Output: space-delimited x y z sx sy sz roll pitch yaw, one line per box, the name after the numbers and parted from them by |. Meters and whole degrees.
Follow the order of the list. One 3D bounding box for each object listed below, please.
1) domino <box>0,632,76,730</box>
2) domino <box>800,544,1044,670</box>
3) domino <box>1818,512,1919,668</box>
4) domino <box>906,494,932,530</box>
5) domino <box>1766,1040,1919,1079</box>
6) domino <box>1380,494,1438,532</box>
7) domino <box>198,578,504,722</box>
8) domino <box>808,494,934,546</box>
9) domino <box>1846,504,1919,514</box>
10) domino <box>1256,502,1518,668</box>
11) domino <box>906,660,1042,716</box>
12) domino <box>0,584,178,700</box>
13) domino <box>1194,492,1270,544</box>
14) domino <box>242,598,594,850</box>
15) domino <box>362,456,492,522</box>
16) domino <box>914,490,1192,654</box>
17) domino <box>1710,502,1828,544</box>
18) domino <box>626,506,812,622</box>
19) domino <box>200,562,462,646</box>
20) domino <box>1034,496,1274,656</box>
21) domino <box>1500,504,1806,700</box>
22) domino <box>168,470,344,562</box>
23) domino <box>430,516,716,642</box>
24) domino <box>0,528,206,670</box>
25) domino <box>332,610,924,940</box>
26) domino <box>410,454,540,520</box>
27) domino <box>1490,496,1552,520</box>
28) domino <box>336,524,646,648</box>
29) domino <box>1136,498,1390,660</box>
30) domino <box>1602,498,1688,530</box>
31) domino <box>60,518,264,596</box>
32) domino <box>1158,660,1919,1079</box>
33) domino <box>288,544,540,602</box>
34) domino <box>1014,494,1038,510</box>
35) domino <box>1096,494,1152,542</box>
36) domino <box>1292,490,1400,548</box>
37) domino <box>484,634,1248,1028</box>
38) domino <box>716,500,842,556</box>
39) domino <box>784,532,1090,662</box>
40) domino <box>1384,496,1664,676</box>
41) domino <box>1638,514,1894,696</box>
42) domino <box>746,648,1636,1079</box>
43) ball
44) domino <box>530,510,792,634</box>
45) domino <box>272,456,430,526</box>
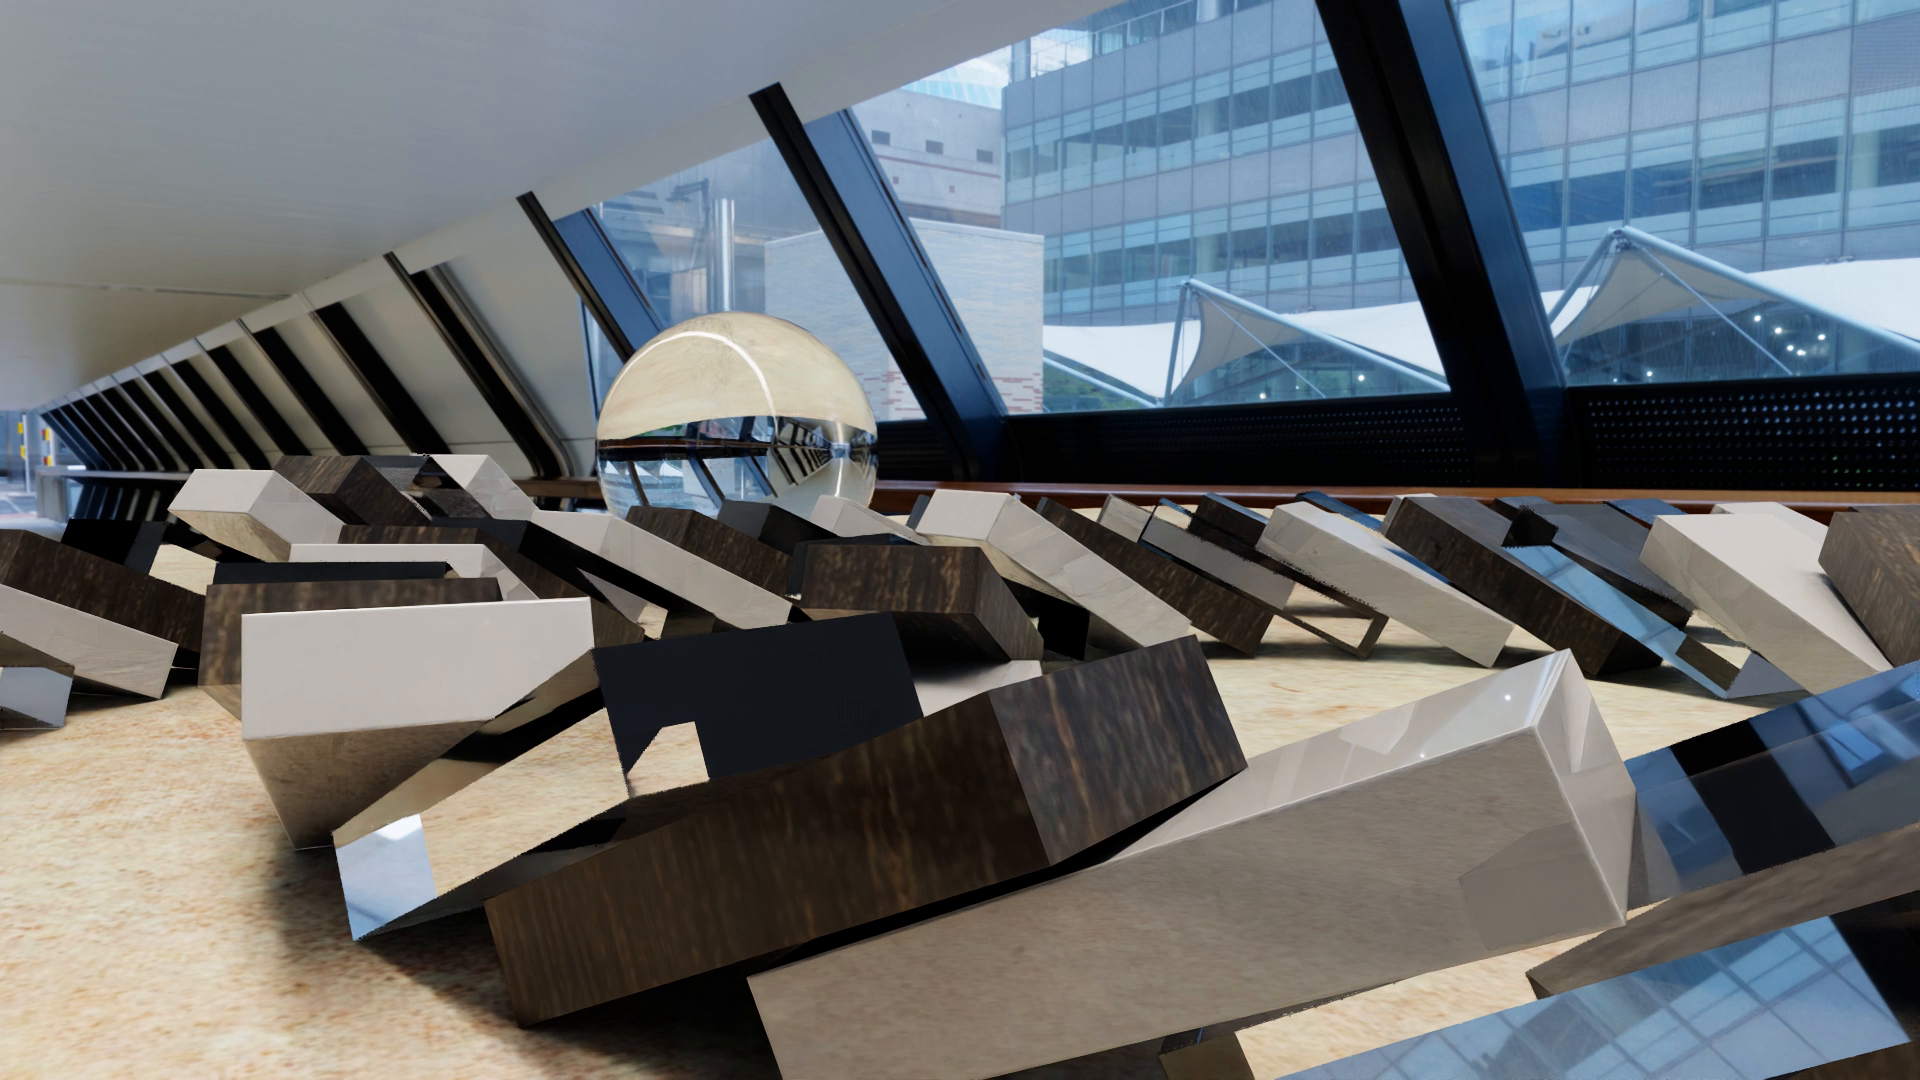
-0.145 0.015 0.169 0.025 0.009 0.050 0 -21 -5 | domino
-0.004 0.013 0.200 0.025 0.009 0.050 1 -19 15 | domino
0.150 0.013 0.188 0.025 0.010 0.050 3 31 11 | domino
0.012 0.003 0.328 0.050 0.009 0.025 24 0 -9 | domino
0.065 0.022 0.080 0.050 0.009 0.025 -26 6 -2 | domino
0.134 0.004 0.322 0.050 0.010 0.025 33 23 34 | domino
-0.062 0.017 0.141 0.025 0.010 0.050 -1 -20 -15 | domino
-0.011 0.004 0.317 0.050 0.009 0.025 25 -5 -20 | domino
0.203 0.009 0.252 0.025 0.010 0.050 -1 29 -18 | domino
0.088 0.008 0.262 0.050 0.009 0.025 30 17 23 | domino
-0.001 0.025 0.172 0.025 0.010 0.050 0 4 2 | domino
-0.151 0.013 0.196 0.025 0.010 0.050 1 -20 18 | domino
0.086 0.003 0.335 0.050 0.009 0.025 26 11 12 | domino
-0.050 0.019 0.120 0.025 0.009 0.050 -2 -20 -24 | domino
-0.112 0.001 0.284 0.025 0.009 0.050 2 -36 29 | domino
0.018 0.007 0.246 0.050 0.009 0.025 33 -14 -29 | domino
0.188 0.008 0.272 0.025 0.009 0.050 -3 29 -31 | domino
-0.047 0.007 0.282 0.025 0.009 0.050 4 -18 46 | domino
-0.071 0.016 0.165 0.025 0.010 0.050 0 -20 -3 | domino
0.038 0.007 0.264 0.050 0.009 0.025 27 3 -1 | domino
0.128 0.009 0.234 0.025 0.010 0.050 -1 30 -28 | domino
-0.129 0.004 0.260 0.025 0.010 0.050 2 -32 29 | domino
-0.072 0.010 0.240 0.025 0.009 0.050 2 -20 31 | domino
-0.146 0.011 0.220 0.025 0.010 0.050 2 -20 22 | domino
-0.029 0.020 0.103 0.025 0.010 0.050 -4 -19 -45 | domino
-0.105 0.000 0.297 0.025 0.009 0.050 2 -36 29 | domino
0.154 0.005 0.307 0.025 0.009 0.050 -4 30 -44 | domino
-0.077 0.011 0.215 0.025 0.009 0.050 1 -21 18 | domino
0.062 0.007 0.266 0.050 0.010 0.025 28 8 9 | domino
0.172 0.006 0.291 0.025 0.009 0.050 -3 30 -36 | domino
-0.137 0.010 0.241 0.025 0.010 0.050 2 -20 22 | domino
0.038 0.022 0.075 0.050 0.009 0.025 -25 -4 19 | domino
-0.074 0.014 0.189 0.025 0.009 0.050 0 -20 0 | domino
0.036 0.003 0.333 0.050 0.009 0.025 24 4 -3 | domino
0.060 0.003 0.335 0.050 0.009 0.025 25 6 3 | domino
0.110 0.003 0.331 0.050 0.009 0.025 29 16 23 | domino
-0.008 0.021 0.090 0.050 0.009 0.025 -27 -12 34 | domino
-0.031 0.005 0.300 0.050 0.009 0.025 27 -12 -33 | domino
-0.003 0.011 0.228 0.050 0.010 0.025 22 -19 -41 | domino
0.112 0.008 0.253 0.025 0.009 0.050 -1 31 -38 | domino
0.141 0.012 0.212 0.025 0.009 0.050 -1 30 -14 | domino
0.014 0.022 0.080 0.050 0.009 0.025 -26 -9 28 | domino
-0.063 -0.025 0.367 0.080 0.080 0.080 0 4 0 | ball
-0.061 0.008 0.261 0.025 0.009 0.050 3 -19 39 | domino
-0.121 0.002 0.273 0.025 0.009 0.050 2 -36 29 | domino
